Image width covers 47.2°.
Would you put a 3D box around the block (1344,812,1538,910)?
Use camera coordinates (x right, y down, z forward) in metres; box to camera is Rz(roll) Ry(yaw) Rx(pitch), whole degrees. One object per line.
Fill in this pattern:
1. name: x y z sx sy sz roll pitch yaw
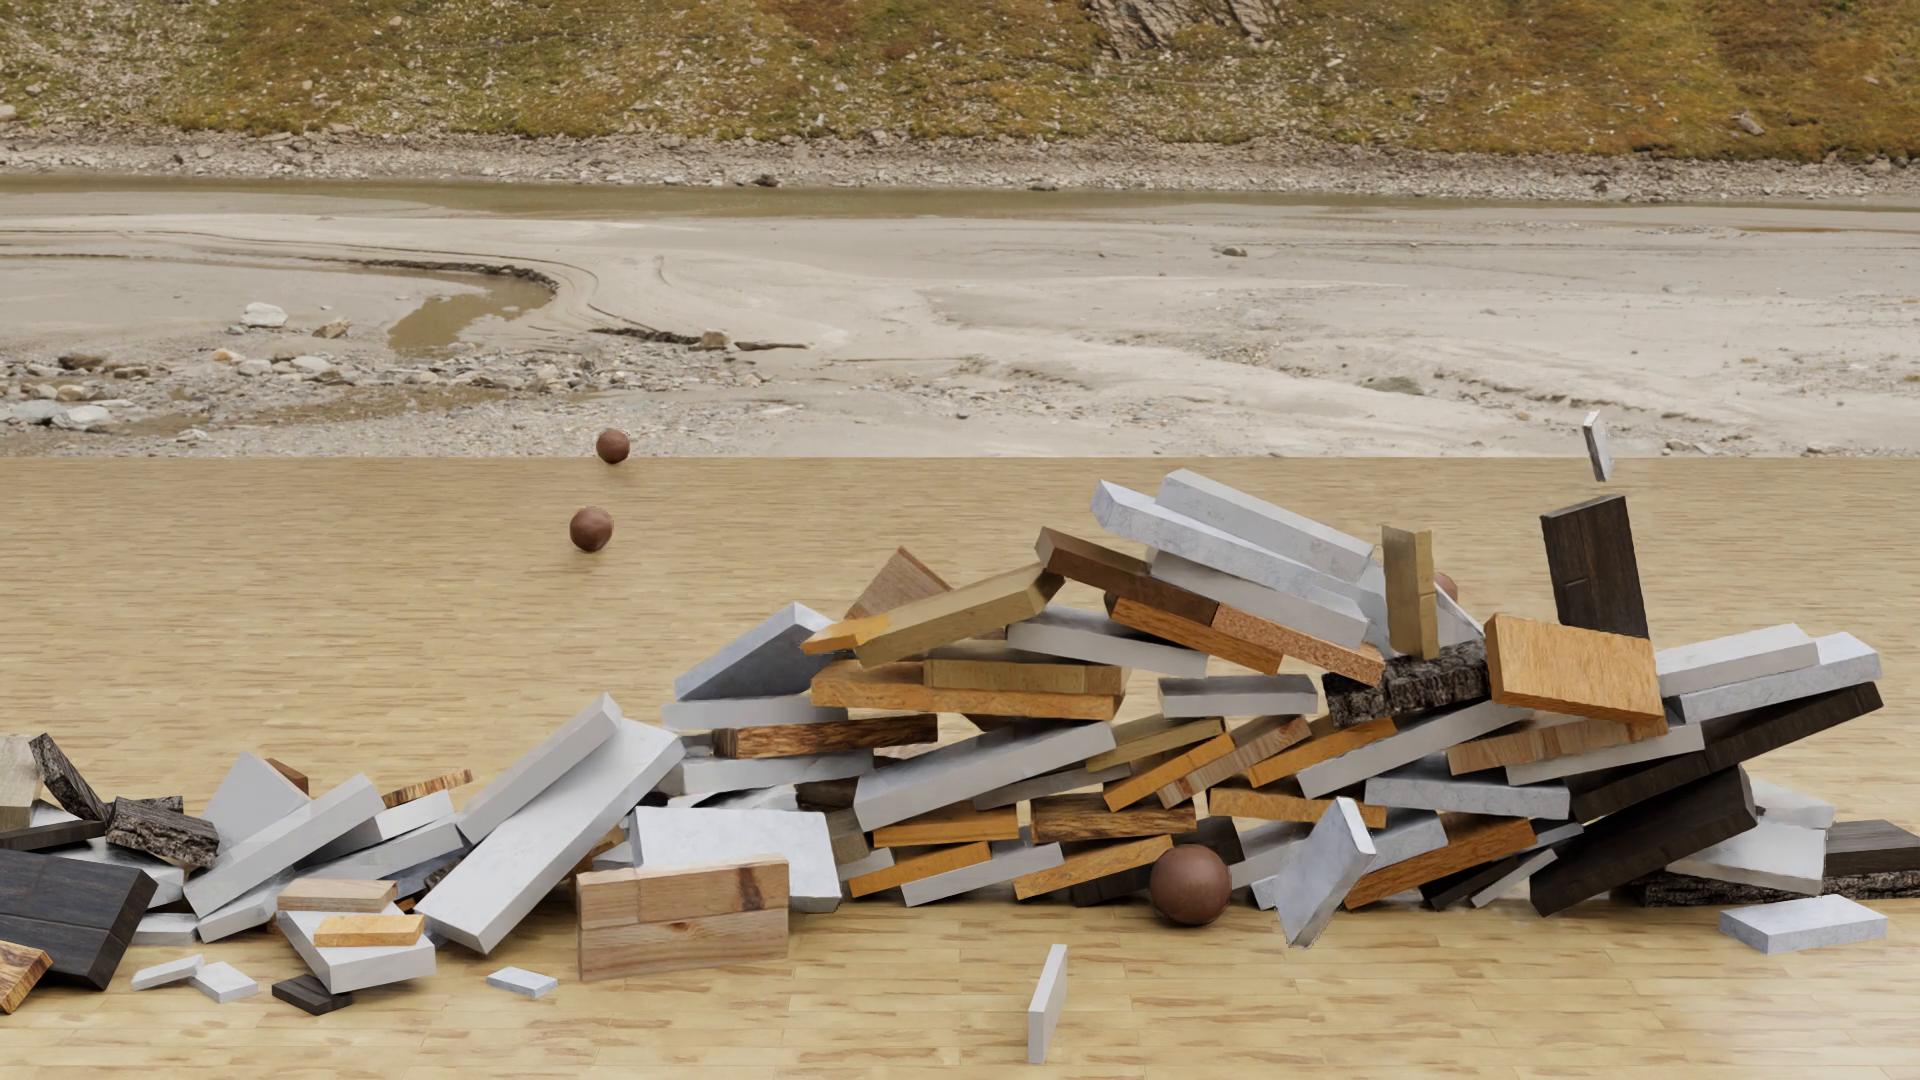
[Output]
1. block: 0.778 0.508 3.624 0.322 0.046 0.161 -21 8 10

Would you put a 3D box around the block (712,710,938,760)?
1. block: -0.232 0.332 3.768 0.350 0.050 0.175 -3 -2 -21

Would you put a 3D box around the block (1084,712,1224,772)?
1. block: 0.315 0.319 3.612 0.228 0.032 0.114 -17 9 6

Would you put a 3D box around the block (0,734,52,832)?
1. block: -1.640 0.406 3.694 0.177 0.050 0.355 4 13 -18

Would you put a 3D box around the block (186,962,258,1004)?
1. block: -1.097 0.656 3.265 0.059 0.017 0.118 -10 14 -42

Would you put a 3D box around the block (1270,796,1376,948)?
1. block: 0.530 0.487 3.220 0.030 0.211 0.106 11 38 -23

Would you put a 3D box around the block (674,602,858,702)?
1. block: -0.333 0.221 3.807 0.310 0.044 0.155 -33 -44 32

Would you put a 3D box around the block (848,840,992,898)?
1. block: -0.066 0.528 3.657 0.237 0.034 0.118 -16 10 3

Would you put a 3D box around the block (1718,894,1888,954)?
1. block: 1.335 0.608 3.484 0.230 0.033 0.115 -4 11 -19

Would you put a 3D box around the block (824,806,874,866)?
1. block: -0.299 0.523 3.653 0.310 0.044 0.155 -17 10 4

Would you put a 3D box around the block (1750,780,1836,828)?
1. block: 1.347 0.445 3.697 0.271 0.038 0.135 5 10 -45

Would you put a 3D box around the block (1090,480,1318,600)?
1. block: 0.389 -0.002 3.543 0.346 0.049 0.173 19 11 -9

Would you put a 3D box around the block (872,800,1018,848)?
1. block: -0.023 0.468 3.645 0.237 0.034 0.118 -4 10 1

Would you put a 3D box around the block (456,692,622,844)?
1. block: -0.684 0.370 3.589 0.297 0.042 0.149 -39 10 -1

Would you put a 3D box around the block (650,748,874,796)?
1. block: -0.342 0.388 3.737 0.350 0.050 0.175 -3 -2 -31

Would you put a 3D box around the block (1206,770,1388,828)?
1. block: 0.551 0.423 3.628 0.284 0.040 0.142 4 11 3

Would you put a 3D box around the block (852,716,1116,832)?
1. block: 0.041 0.367 3.634 0.434 0.050 0.175 -19 9 4

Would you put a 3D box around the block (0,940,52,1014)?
1. block: -1.438 0.633 3.230 0.193 0.027 0.096 5 45 27

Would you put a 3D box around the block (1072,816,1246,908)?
1. block: 0.324 0.531 3.659 0.284 0.040 0.142 -16 10 4

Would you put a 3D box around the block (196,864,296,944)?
1. block: -1.146 0.580 3.542 0.107 0.030 0.214 -20 11 -2

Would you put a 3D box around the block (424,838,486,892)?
1. block: -0.752 0.532 3.533 0.193 0.096 0.027 -34 -11 -26

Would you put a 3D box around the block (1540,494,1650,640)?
1. block: 1.029 0.074 3.557 0.135 0.270 0.038 -16 11 -16

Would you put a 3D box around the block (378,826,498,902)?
1. block: -0.840 0.527 3.602 0.333 0.027 0.096 -21 13 -16

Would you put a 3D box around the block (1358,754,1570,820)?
1. block: 0.820 0.399 3.601 0.322 0.046 0.161 4 12 5

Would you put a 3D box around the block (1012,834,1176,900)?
1. block: 0.219 0.522 3.655 0.268 0.038 0.134 -16 10 3

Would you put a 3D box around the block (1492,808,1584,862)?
1. block: 0.939 0.481 3.599 0.154 0.022 0.077 -21 8 12

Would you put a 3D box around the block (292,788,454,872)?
1. block: -1.010 0.496 3.713 0.307 0.043 0.153 -22 -2 37

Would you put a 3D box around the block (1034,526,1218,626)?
1. block: 0.265 0.057 3.529 0.281 0.040 0.140 19 11 -10

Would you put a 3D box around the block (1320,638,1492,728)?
1. block: 0.761 0.223 3.553 0.340 0.048 0.170 -14 9 8

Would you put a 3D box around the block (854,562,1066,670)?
1. block: -0.001 0.119 3.575 0.321 0.046 0.161 -19 11 24

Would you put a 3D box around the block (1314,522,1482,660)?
1. block: 0.709 0.146 3.751 0.354 0.177 0.050 38 2 22

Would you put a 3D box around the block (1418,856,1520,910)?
1. block: 0.835 0.553 3.612 0.154 0.022 0.077 -28 8 0

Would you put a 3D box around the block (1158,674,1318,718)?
1. block: 0.451 0.254 3.590 0.248 0.035 0.124 -1 11 0

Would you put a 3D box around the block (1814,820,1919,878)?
1. block: 1.469 0.521 3.705 0.289 0.041 0.144 -2 11 -12

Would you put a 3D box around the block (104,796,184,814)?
1. block: -1.525 0.504 4.071 0.164 0.023 0.082 -4 11 -19

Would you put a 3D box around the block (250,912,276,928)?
1. block: -1.112 0.597 3.535 0.048 0.014 0.096 -20 8 -3

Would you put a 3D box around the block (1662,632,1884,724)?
1. block: 1.293 0.220 3.523 0.308 0.044 0.154 -14 8 6

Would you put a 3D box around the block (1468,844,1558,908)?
1. block: 0.905 0.543 3.618 0.154 0.022 0.077 -35 8 10

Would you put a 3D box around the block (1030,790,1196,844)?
1. block: 0.252 0.454 3.645 0.268 0.038 0.134 -4 10 2

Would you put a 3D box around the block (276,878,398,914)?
1. block: -0.964 0.551 3.410 0.162 0.023 0.081 1 11 5

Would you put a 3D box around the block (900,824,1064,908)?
1. block: 0.038 0.535 3.658 0.268 0.038 0.134 -16 10 3

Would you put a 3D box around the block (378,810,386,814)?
1. block: -1.053 0.516 4.005 0.166 0.024 0.083 -4 11 -18

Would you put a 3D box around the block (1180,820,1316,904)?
1. block: 0.506 0.517 3.654 0.284 0.040 0.142 -21 8 8

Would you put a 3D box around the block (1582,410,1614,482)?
1. block: 1.052 -0.154 3.624 0.015 0.105 0.053 -4 27 36

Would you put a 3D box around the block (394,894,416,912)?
1. block: -0.923 0.585 3.595 0.055 0.016 0.111 -27 18 -13

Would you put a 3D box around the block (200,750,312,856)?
1. block: -1.222 0.482 3.812 0.047 0.165 0.330 37 -12 -32

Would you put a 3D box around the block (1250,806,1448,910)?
1. block: 0.637 0.512 3.640 0.322 0.046 0.161 -21 8 8

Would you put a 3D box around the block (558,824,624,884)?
1. block: -0.653 0.537 3.664 0.187 0.027 0.094 -26 11 2

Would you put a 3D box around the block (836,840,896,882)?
1. block: -0.225 0.540 3.658 0.237 0.034 0.118 -17 10 3

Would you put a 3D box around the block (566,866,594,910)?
1. block: -0.487 0.528 3.660 0.311 0.044 0.155 -15 10 2

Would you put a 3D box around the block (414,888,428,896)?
1. block: -0.872 0.557 3.662 0.111 0.016 0.055 -28 14 3

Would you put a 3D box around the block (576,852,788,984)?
1. block: -0.419 0.571 3.332 0.316 0.158 0.045 -4 15 -19

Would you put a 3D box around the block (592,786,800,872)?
1. block: -0.429 0.480 3.584 0.155 0.044 0.310 -5 15 45
